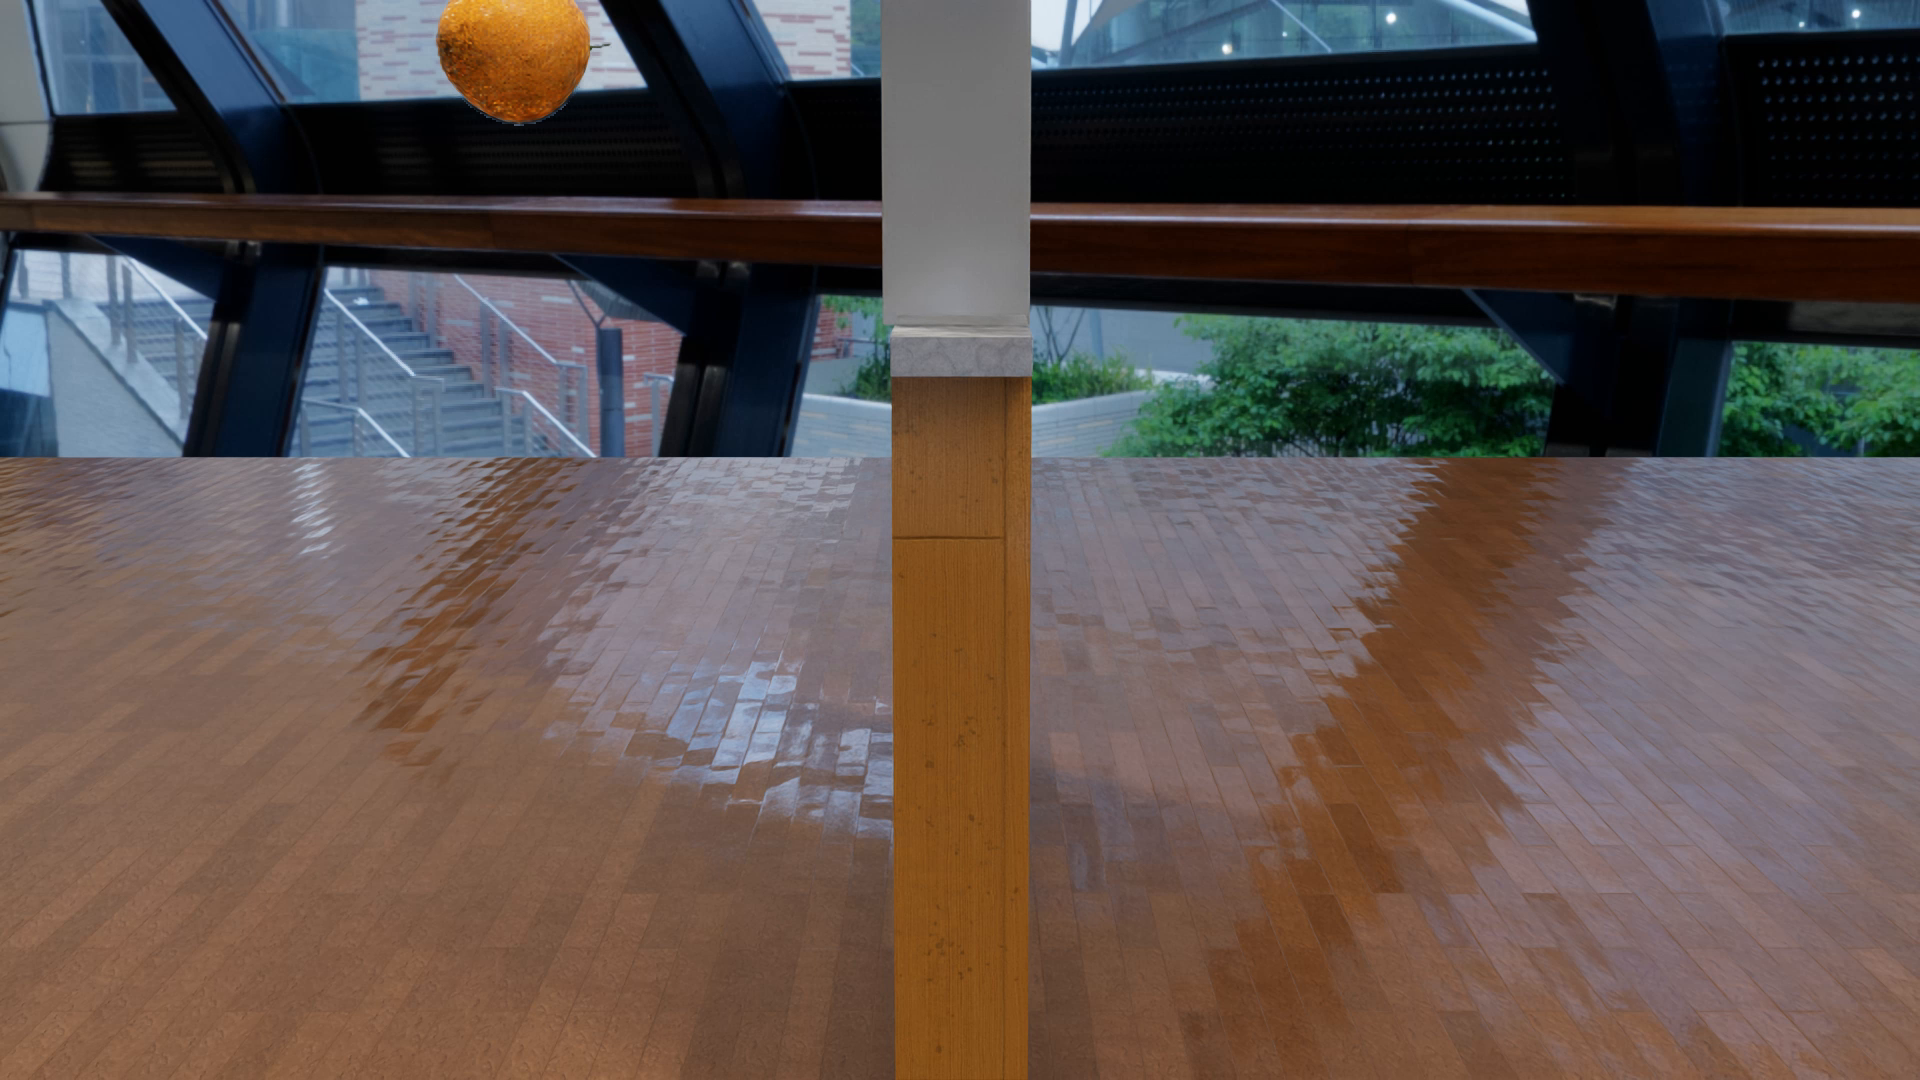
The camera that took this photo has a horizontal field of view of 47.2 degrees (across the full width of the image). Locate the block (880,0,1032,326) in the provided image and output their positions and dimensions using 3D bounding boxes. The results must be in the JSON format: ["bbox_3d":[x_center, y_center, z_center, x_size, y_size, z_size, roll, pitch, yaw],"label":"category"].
[{"bbox_3d":[-0.004,-0.485,2.590,0.174,0.458,0.049,0,10,0],"label":"block"}]

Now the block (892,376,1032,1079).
[{"bbox_3d":[0.002,0.289,2.611,0.160,0.979,0.045,0,10,0],"label":"block"}]

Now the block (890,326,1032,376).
[{"bbox_3d":[0.002,-0.235,2.622,0.160,0.045,0.319,0,10,0],"label":"block"}]
